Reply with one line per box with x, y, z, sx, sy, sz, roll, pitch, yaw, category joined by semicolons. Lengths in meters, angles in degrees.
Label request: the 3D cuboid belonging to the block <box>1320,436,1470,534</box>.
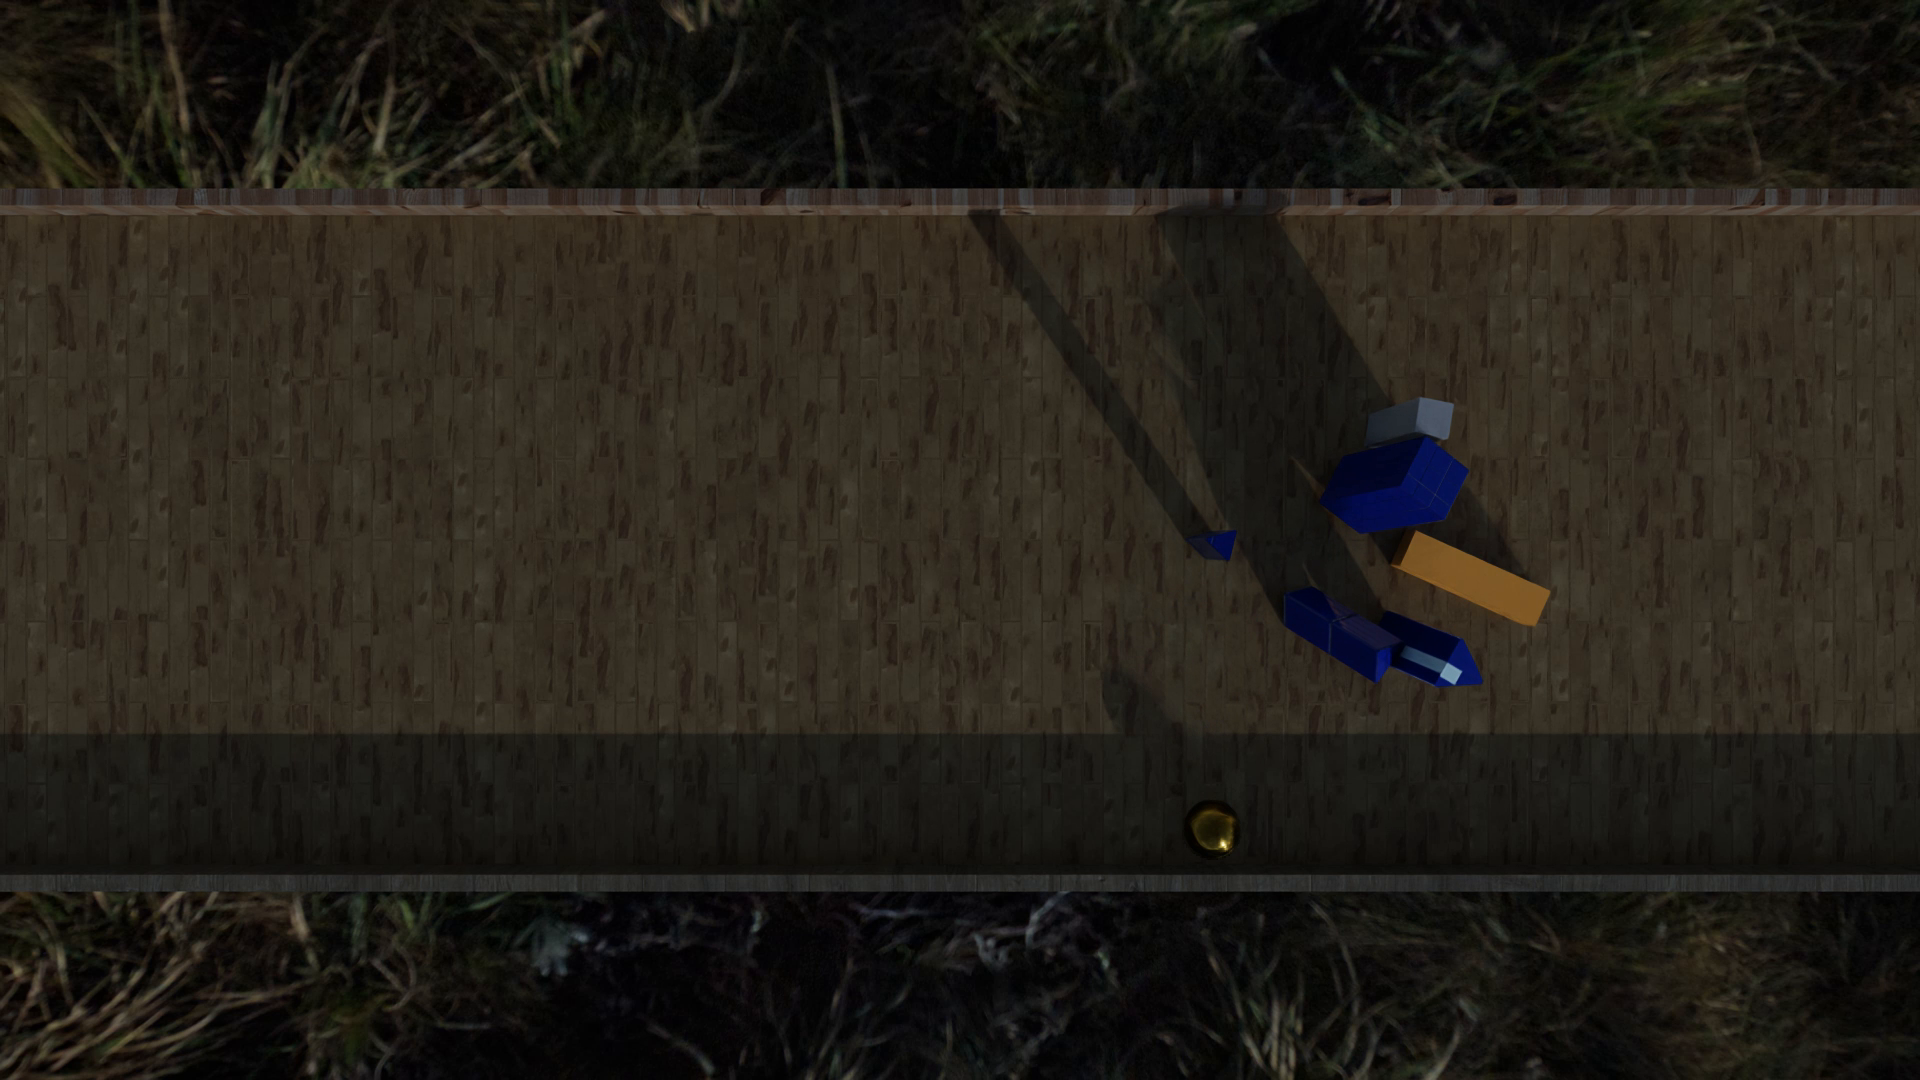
1.268;-0.156;4.843;0.172;0.406;0.172;35;73;-15;block

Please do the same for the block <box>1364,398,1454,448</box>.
1.322;-0.337;4.873;0.102;0.393;0.102;10;86;-6;block

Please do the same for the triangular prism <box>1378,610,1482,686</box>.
1.362;0.312;4.859;0.154;0.392;0.133;-2;100;-17;triangular prism

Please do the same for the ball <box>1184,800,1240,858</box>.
0.763;0.873;4.991;0.172;0.172;0.172;0;90;0;ball

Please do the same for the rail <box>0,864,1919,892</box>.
-2.247;1.025;5.001;12.000;0.150;0.050;0;90;0;rail

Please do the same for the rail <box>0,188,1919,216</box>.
-2.247;-1.025;5.002;12.000;0.150;0.050;0;90;0;rail

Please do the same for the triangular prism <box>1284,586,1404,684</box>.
1.125;0.263;4.921;0.348;0.126;0.146;35;90;36;triangular prism

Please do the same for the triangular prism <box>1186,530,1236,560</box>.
0.750;0.001;4.852;0.087;0.448;0.075;44;90;0;triangular prism

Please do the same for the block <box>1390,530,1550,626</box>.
1.551;0.115;5.018;0.445;0.116;0.116;24;90;0;block
